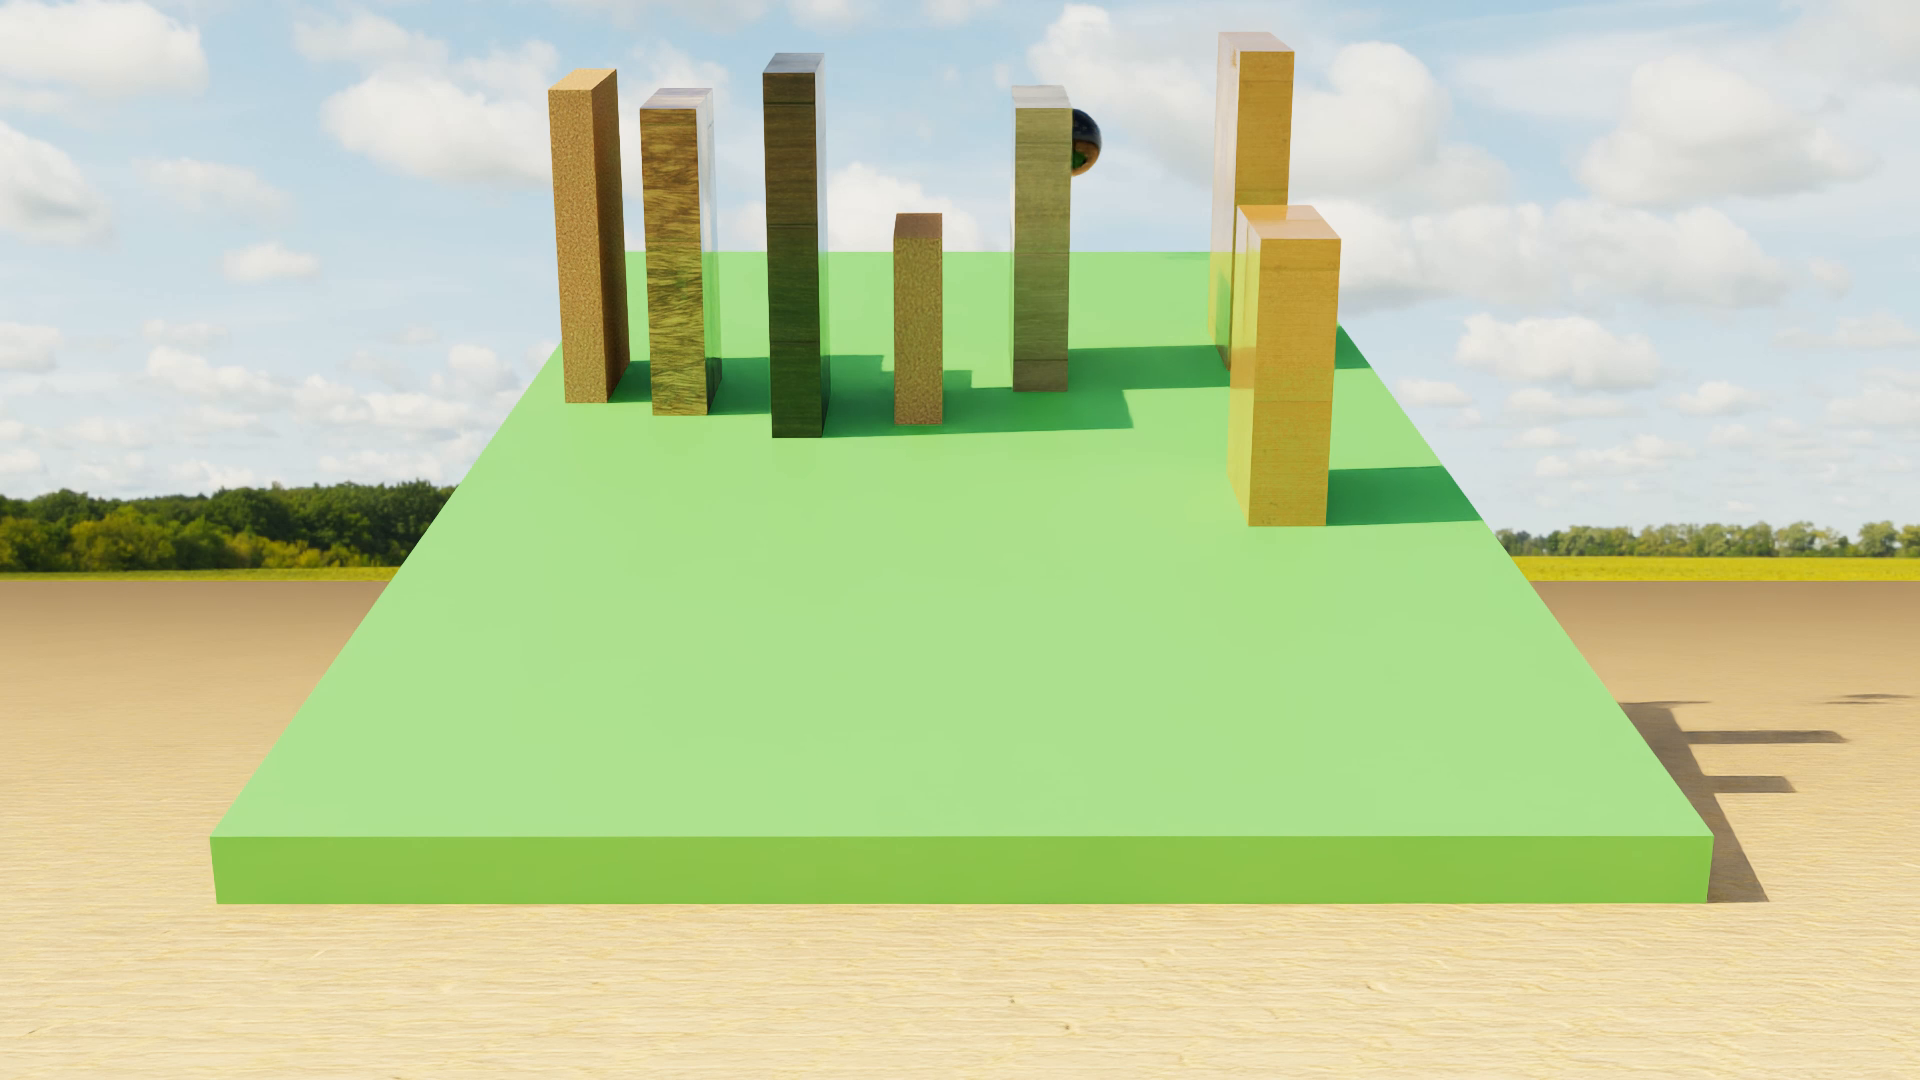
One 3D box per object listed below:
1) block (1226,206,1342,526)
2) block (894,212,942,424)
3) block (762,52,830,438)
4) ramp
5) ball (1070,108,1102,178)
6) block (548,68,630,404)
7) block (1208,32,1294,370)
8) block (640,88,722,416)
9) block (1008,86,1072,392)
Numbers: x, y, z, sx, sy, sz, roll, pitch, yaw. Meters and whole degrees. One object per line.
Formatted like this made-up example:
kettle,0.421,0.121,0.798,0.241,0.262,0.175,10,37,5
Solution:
block,0.618,-0.341,4.321,0.146,0.549,0.351,0,18,0
block,-0.091,-0.497,4.998,0.104,0.414,0.303,0,18,0
block,-0.350,-0.644,4.868,0.107,0.773,0.368,0,18,0
ramp,-0.004,-0.191,4.894,2.000,0.100,4.000,0,18,0
ball,0.323,-1.190,6.712,0.206,0.206,0.206,0,-1,0
block,-0.848,-0.705,5.163,0.094,0.703,0.392,0,18,0
block,0.704,-0.833,5.471,0.125,0.754,0.440,0,18,0
block,-0.623,-0.652,5.046,0.121,0.677,0.349,0,18,0
block,0.185,-0.716,5.283,0.126,0.650,0.406,0,18,0
